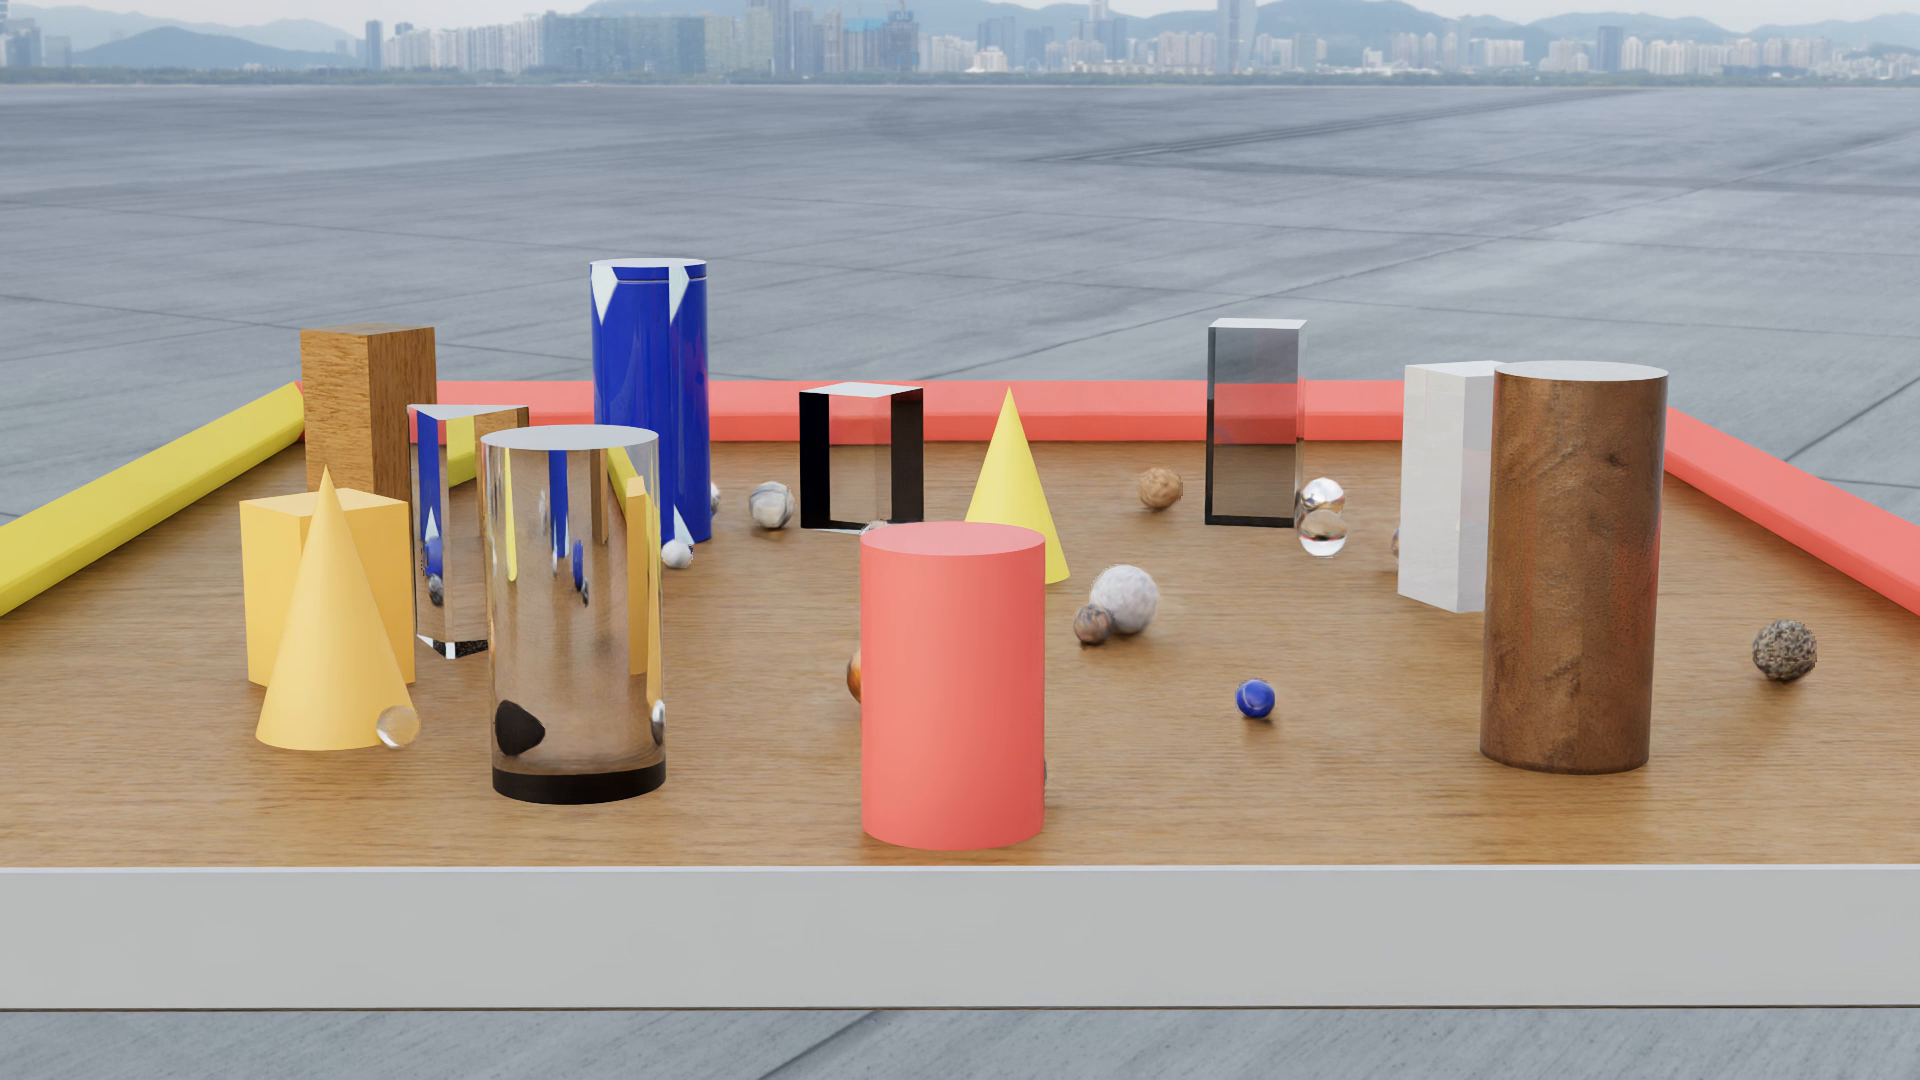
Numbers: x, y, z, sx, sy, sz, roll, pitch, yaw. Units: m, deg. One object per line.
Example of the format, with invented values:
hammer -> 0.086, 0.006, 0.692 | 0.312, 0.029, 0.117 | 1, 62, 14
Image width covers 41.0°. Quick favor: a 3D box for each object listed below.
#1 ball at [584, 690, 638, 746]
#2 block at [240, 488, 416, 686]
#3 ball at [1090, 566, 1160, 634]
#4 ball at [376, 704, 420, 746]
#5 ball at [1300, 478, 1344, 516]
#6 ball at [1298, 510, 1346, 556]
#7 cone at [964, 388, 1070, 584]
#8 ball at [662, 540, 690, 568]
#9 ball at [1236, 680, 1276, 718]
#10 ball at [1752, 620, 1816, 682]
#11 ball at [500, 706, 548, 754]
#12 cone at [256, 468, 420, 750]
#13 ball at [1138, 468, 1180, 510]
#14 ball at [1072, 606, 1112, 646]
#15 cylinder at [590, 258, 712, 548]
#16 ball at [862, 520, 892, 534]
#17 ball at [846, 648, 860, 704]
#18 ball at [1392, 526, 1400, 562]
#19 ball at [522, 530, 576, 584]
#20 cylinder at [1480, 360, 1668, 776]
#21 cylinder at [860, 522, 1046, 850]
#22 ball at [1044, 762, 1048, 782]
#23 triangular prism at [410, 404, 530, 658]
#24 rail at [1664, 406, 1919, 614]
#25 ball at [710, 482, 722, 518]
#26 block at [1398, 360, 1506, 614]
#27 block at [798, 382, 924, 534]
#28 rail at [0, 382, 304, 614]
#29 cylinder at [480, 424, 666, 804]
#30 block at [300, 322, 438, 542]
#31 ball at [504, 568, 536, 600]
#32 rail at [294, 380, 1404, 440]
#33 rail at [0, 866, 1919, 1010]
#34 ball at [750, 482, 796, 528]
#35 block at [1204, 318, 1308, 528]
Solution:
ball -> -0.374, 0.191, 2.749 | 0.058, 0.058, 0.058 | 0, 11, 0
block -> -0.742, 0.061, 3.013 | 0.140, 0.215, 0.140 | -10, 14, -42
ball -> 0.211, 0.076, 3.276 | 0.088, 0.088, 0.088 | 0, 11, 0
ball -> -0.601, 0.199, 2.744 | 0.044, 0.044, 0.044 | 0, 11, 0
ball -> 0.575, -0.063, 4.067 | 0.069, 0.069, 0.069 | 0, 11, 0
ball -> 0.535, -0.010, 3.784 | 0.070, 0.070, 0.070 | 0, 11, 0
cone -> 0.069, -0.084, 3.636 | 0.175, 0.269, 0.175 | 0, 11, 0
ball -> -0.409, 0.020, 3.698 | 0.042, 0.042, 0.042 | 0, 11, 0
ball -> 0.330, 0.177, 2.860 | 0.043, 0.043, 0.043 | 0, 11, 0
ball -> 0.973, 0.131, 3.032 | 0.072, 0.072, 0.072 | 0, 11, 0
ball -> -0.462, 0.201, 2.715 | 0.050, 0.050, 0.050 | 0, 11, 0
cone -> -0.683, 0.063, 2.789 | 0.175, 0.294, 0.175 | 0, 11, 0
ball -> 0.324, -0.084, 4.175 | 0.069, 0.069, 0.069 | 0, 11, 0
ball -> 0.167, 0.107, 3.216 | 0.050, 0.050, 0.050 | 0, 11, 0
cylinder -> -0.469, -0.211, 3.901 | 0.175, 0.421, 0.175 | 0, 11, 0
ball -> -0.119, -0.001, 3.775 | 0.055, 0.055, 0.055 | 0, 11, 0
ball -> -0.087, 0.153, 2.886 | 0.082, 0.082, 0.082 | 0, 11, 0
ball -> 0.657, 0.007, 3.661 | 0.081, 0.081, 0.081 | 0, 11, 0
ball -> -0.574, 0.024, 3.587 | 0.076, 0.076, 0.076 | 0, 11, 0
cylinder -> 0.640, 0.025, 2.683 | 0.175, 0.408, 0.175 | 0, 11, 0
cylinder -> -0.007, 0.135, 2.446 | 0.175, 0.279, 0.175 | 0, 11, 0
ball -> 0.062, 0.231, 2.559 | 0.050, 0.050, 0.050 | 0, 11, 0
triangular prism -> -0.637, -0.018, 3.215 | 0.131, 0.296, 0.152 | 7, 13, 33
rail -> 1.244, 0.028, 3.457 | 0.045, 0.114, 3.001 | 0, 11, 0
ball -> -0.414, -0.062, 4.051 | 0.073, 0.073, 0.073 | 0, 11, 0
block -> 0.694, -0.075, 3.463 | 0.140, 0.315, 0.140 | -5, 12, -23
block -> -0.154, -0.129, 4.022 | 0.140, 0.215, 0.140 | 6, 12, 30
rail -> -1.244, 0.031, 3.443 | 0.045, 0.114, 3.001 | 0, 11, 0
cylinder -> -0.388, 0.071, 2.584 | 0.175, 0.354, 0.175 | 0, 11, 0
block -> -0.895, -0.161, 3.904 | 0.140, 0.322, 0.140 | 7, 13, 32
ball -> -0.597, 0.060, 3.483 | 0.042, 0.042, 0.042 | 0, 11, 0
rail -> -0.009, -0.244, 4.902 | 2.536, 0.114, 0.045 | 0, 11, 0
rail -> 0.009, 0.303, 1.999 | 2.536, 0.114, 0.045 | 0, 11, 0
ball -> -0.294, -0.055, 4.017 | 0.072, 0.072, 0.072 | 0, 11, 0
block -> 0.470, -0.187, 4.067 | 0.140, 0.313, 0.140 | 2, 11, 13
